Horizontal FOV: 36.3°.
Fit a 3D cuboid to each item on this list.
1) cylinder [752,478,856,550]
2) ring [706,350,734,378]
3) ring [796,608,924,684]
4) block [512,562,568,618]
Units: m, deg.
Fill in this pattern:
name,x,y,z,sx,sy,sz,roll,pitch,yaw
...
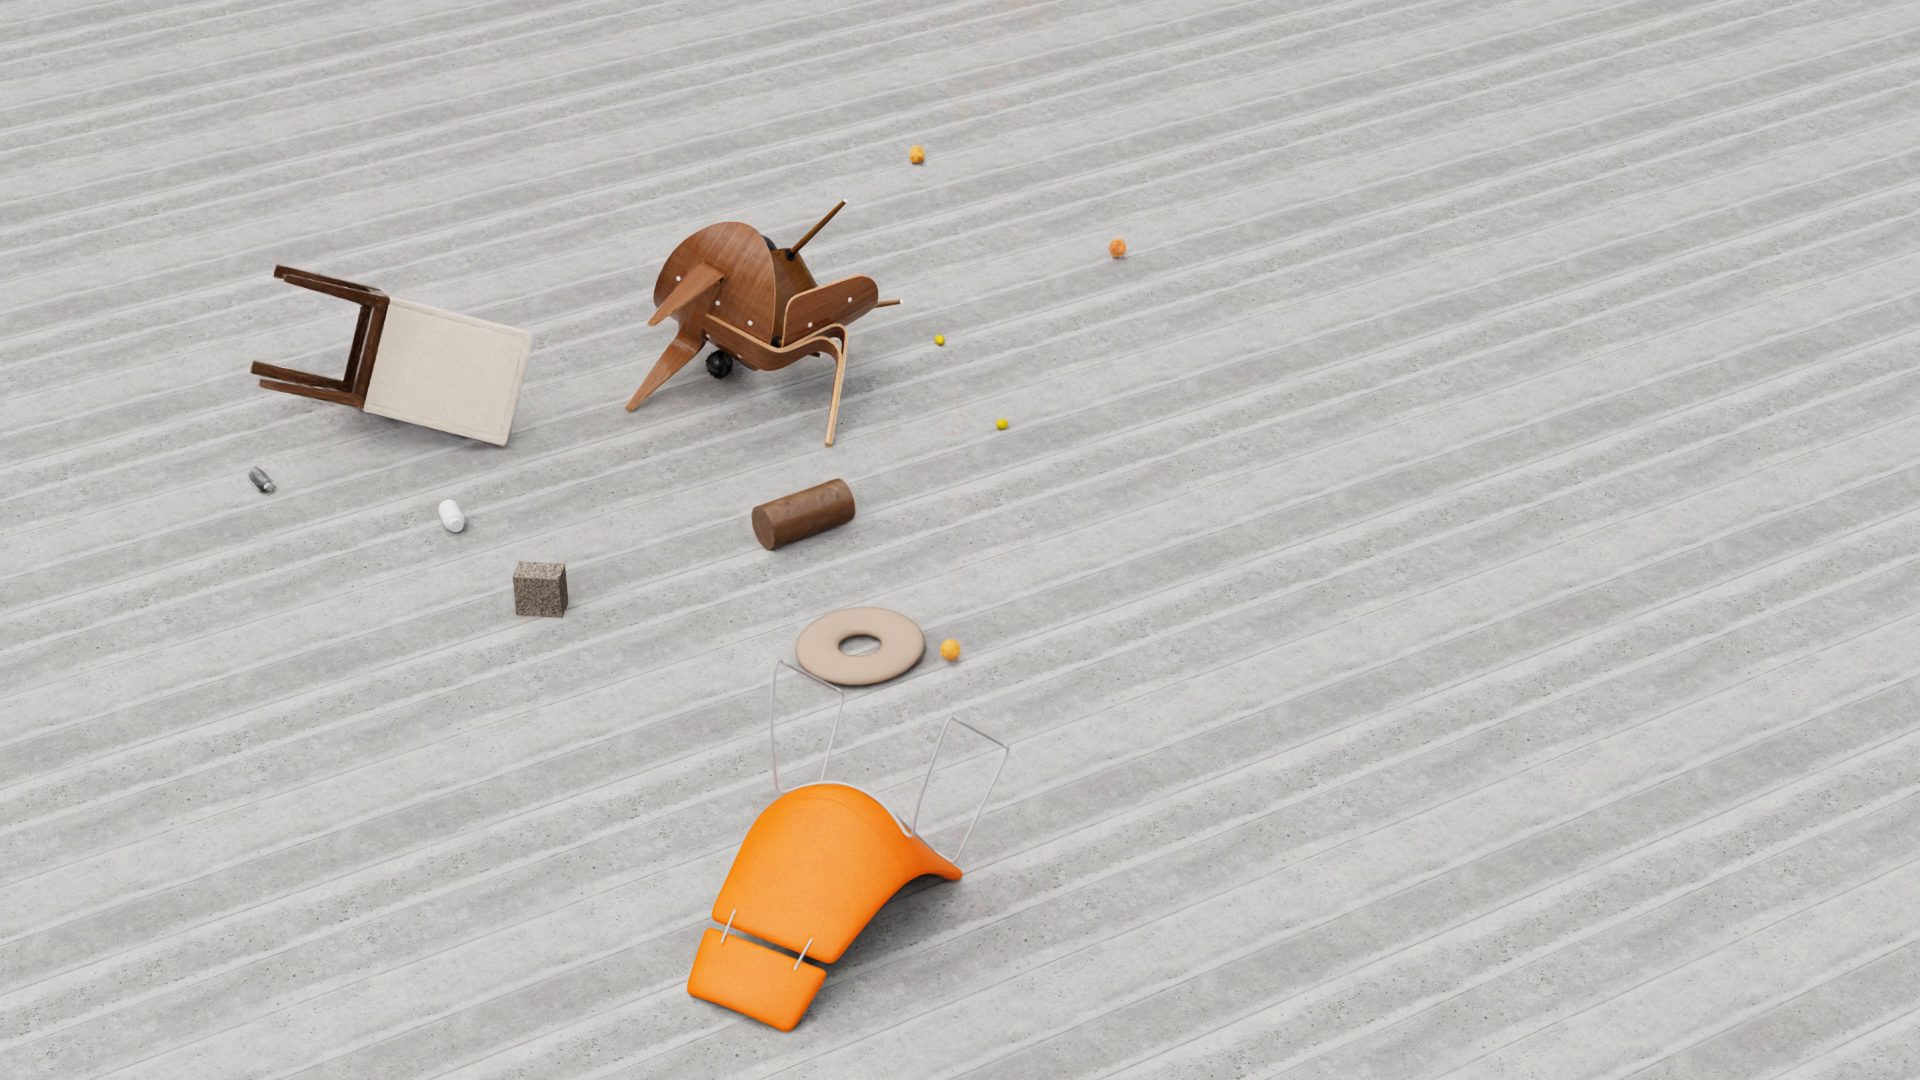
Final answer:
name,x,y,z,sx,sy,sz,roll,pitch,yaw
cylinder,-0.584,-0.099,10.941,0.352,0.170,0.167,-20,63,-28
ring,-0.979,-0.715,11.936,0.102,0.111,0.082,28,22,-53
ring,-0.352,0.371,10.323,0.466,0.066,0.436,-23,40,-30
block,-1.505,0.178,10.524,0.168,0.166,0.101,4,34,5
